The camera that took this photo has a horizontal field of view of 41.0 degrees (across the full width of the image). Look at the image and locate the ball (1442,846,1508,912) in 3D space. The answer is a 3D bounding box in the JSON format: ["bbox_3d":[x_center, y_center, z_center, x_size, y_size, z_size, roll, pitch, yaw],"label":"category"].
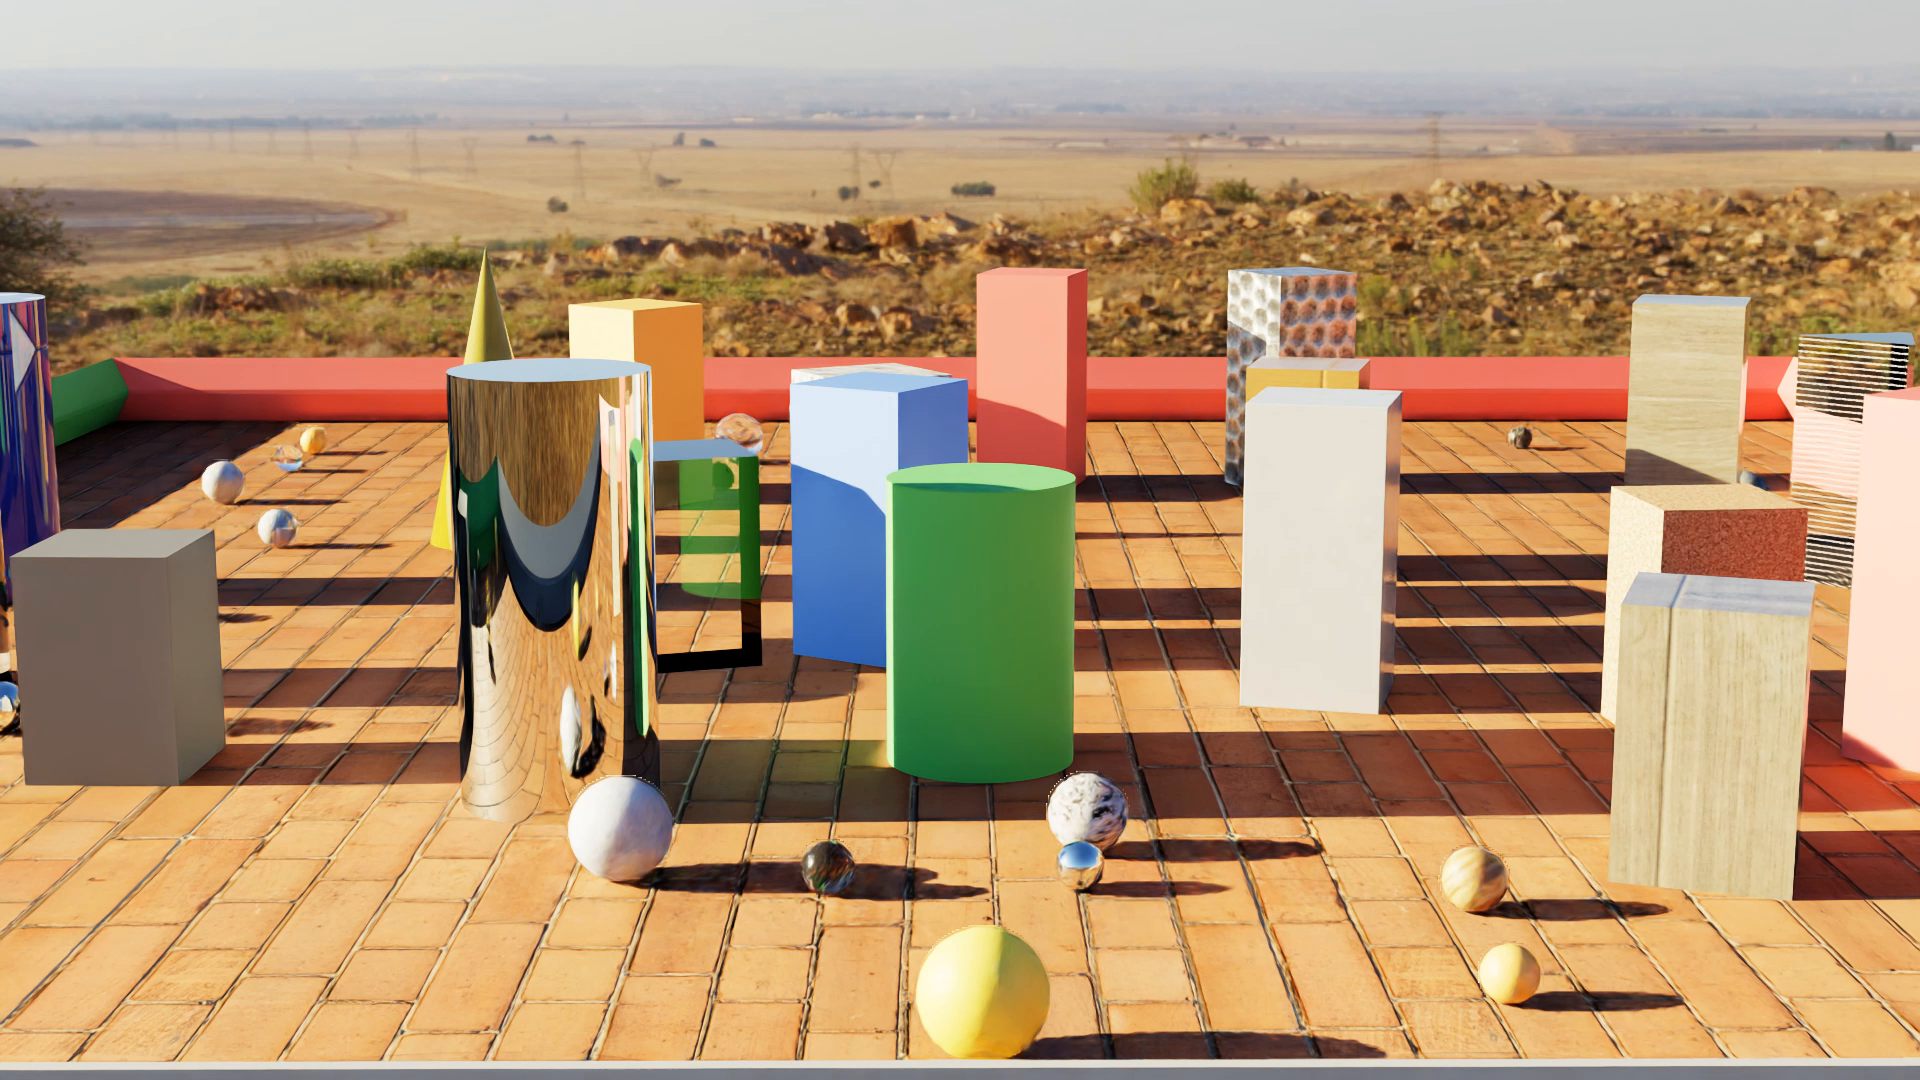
[{"bbox_3d":[0.448,0.295,2.234,0.057,0.057,0.057,0,10,0],"label":"ball"}]

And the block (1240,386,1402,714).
[{"bbox_3d":[0.420,0.008,2.979,0.159,0.351,0.159,3,11,15],"label":"block"}]

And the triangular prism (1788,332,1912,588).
[{"bbox_3d":[1.300,-0.116,3.651,0.149,0.350,0.172,-9,14,-41],"label":"triangular prism"}]

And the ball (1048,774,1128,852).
[{"bbox_3d":[0.120,0.256,2.401,0.075,0.075,0.075,0,10,0],"label":"ball"}]

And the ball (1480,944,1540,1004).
[{"bbox_3d":[0.432,0.341,2.016,0.047,0.047,0.047,0,10,0],"label":"ball"}]

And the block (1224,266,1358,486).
[{"bbox_3d":[0.575,-0.281,4.475,0.159,0.375,0.159,-5,12,-27],"label":"block"}]

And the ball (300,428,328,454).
[{"bbox_3d":[-1.227,-0.188,4.870,0.049,0.049,0.049,0,10,0],"label":"ball"}]

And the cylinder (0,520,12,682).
[{"bbox_3d":[-1.224,0.012,2.998,0.199,0.337,0.199,0,10,0],"label":"cylinder"}]

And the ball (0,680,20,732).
[{"bbox_3d":[-1.060,0.184,2.835,0.057,0.057,0.057,0,10,0],"label":"ball"}]

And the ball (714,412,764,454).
[{"bbox_3d":[-0.411,-0.190,4.758,0.093,0.093,0.093,0,10,0],"label":"ball"}]

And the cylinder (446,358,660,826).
[{"bbox_3d":[-0.402,0.046,2.548,0.199,0.433,0.199,0,10,0],"label":"cylinder"}]

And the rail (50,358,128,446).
[{"bbox_3d":[-1.720,0.035,3.439,0.045,0.129,3.824,0,10,0],"label":"rail"}]

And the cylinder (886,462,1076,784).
[{"bbox_3d":[0.022,0.083,2.707,0.199,0.303,0.199,0,10,0],"label":"cylinder"}]

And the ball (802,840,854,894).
[{"bbox_3d":[-0.117,0.291,2.283,0.048,0.048,0.048,0,10,0],"label":"ball"}]

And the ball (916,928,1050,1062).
[{"bbox_3d":[0.017,0.336,1.897,0.099,0.099,0.099,0,10,0],"label":"ball"}]

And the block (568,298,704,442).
[{"bbox_3d":[-0.550,-0.239,4.382,0.159,0.327,0.159,9,14,40],"label":"block"}]

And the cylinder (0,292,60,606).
[{"bbox_3d":[-1.356,-0.127,3.546,0.199,0.412,0.199,0,10,0],"label":"cylinder"}]

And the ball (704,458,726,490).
[{"bbox_3d":[-0.434,-0.116,4.464,0.055,0.055,0.055,0,10,0],"label":"ball"}]

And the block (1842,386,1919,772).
[{"bbox_3d":[1.053,0.041,2.699,0.159,0.388,0.159,-9,14,-41],"label":"block"}]

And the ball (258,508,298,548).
[{"bbox_3d":[-1.043,-0.019,3.925,0.059,0.059,0.059,0,10,0],"label":"ball"}]

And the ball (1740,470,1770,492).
[{"bbox_3d":[1.243,-0.065,4.088,0.092,0.092,0.092,0,10,0],"label":"ball"}]

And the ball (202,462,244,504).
[{"bbox_3d":[-1.241,-0.097,4.321,0.070,0.070,0.070,0,10,0],"label":"ball"}]

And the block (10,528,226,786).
[{"bbox_3d":[-0.877,0.120,2.683,0.159,0.238,0.159,0,10,1],"label":"block"}]

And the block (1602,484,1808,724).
[{"bbox_3d":[0.815,0.082,2.822,0.159,0.263,0.159,-1,11,-6],"label":"block"}]

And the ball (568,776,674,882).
[{"bbox_3d":[-0.306,0.261,2.318,0.094,0.094,0.094,0,10,0],"label":"ball"}]

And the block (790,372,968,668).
[{"bbox_3d":[-0.100,-0.029,3.210,0.159,0.340,0.159,7,12,32],"label":"block"}]

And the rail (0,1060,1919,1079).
[{"bbox_3d":[0.011,0.377,1.592,3.488,0.129,0.045,0,10,0],"label":"rail"}]

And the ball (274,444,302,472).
[{"bbox_3d":[-1.218,-0.148,4.653,0.049,0.049,0.049,0,10,0],"label":"ball"}]

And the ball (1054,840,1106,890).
[{"bbox_3d":[0.107,0.291,2.292,0.045,0.045,0.045,0,10,0],"label":"ball"}]

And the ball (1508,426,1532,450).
[{"bbox_3d":[1.077,-0.197,4.930,0.044,0.044,0.044,0,10,0],"label":"ball"}]

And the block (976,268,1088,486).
[{"bbox_3d":[0.127,-0.282,4.486,0.159,0.373,0.159,3,11,15],"label":"block"}]

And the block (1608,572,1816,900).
[{"bbox_3d":[0.687,0.174,2.342,0.159,0.256,0.159,4,11,20],"label":"block"}]

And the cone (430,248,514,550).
[{"bbox_3d":[-0.723,-0.224,3.950,0.199,0.454,0.199,0,10,0],"label":"cone"}]

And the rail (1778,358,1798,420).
[{"bbox_3d":[1.720,0.031,3.458,0.045,0.129,3.824,0,10,0],"label":"rail"}]

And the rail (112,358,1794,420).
[{"bbox_3d":[-0.011,-0.310,5.306,3.488,0.129,0.045,0,10,0],"label":"rail"}]

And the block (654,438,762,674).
[{"bbox_3d":[-0.344,0.017,3.179,0.159,0.260,0.159,-4,11,-19],"label":"block"}]

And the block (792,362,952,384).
[{"bbox_3d":[-0.119,-0.068,3.473,0.159,0.321,0.159,-6,12,-30],"label":"block"}]

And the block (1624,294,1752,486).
[{"bbox_3d":[1.089,-0.169,3.849,0.159,0.382,0.159,4,11,19],"label":"block"}]

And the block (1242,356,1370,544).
[{"bbox_3d":[0.504,-0.106,3.732,0.159,0.302,0.159,3,11,14],"label":"block"}]
